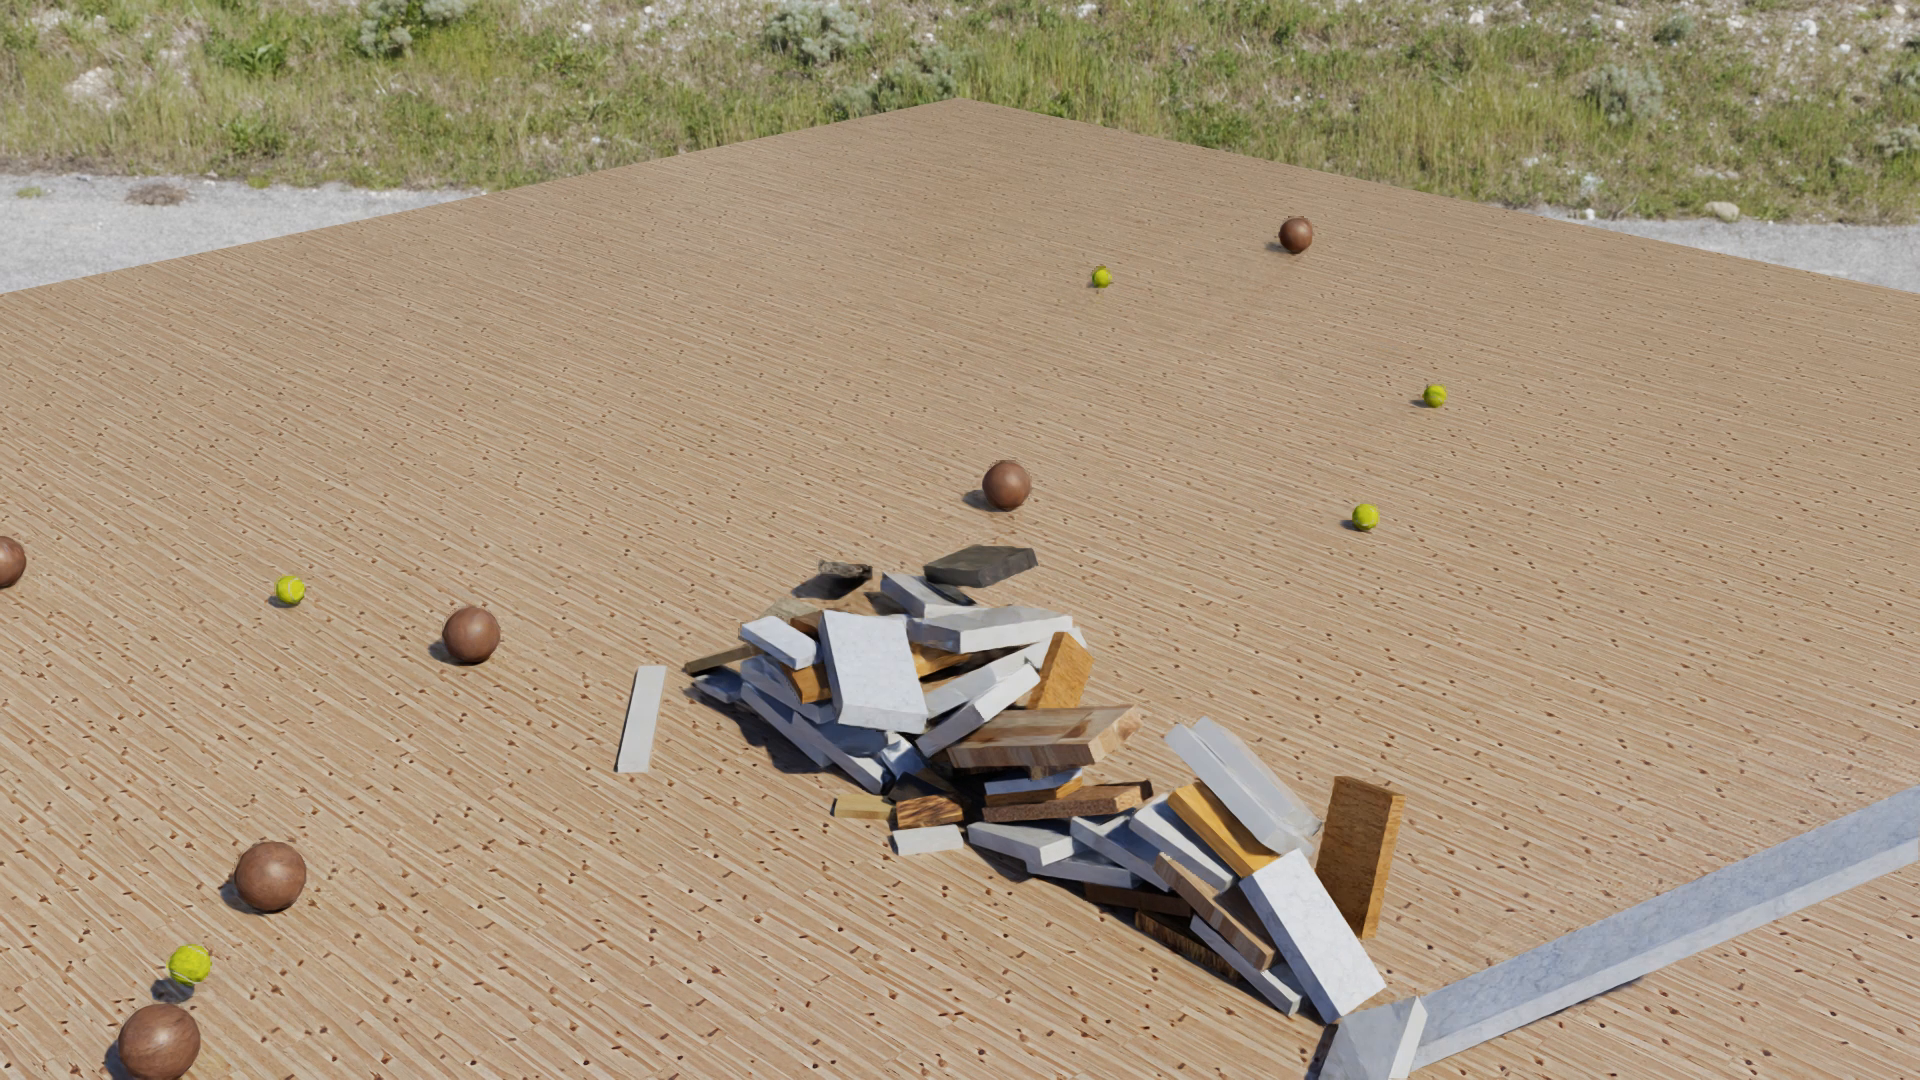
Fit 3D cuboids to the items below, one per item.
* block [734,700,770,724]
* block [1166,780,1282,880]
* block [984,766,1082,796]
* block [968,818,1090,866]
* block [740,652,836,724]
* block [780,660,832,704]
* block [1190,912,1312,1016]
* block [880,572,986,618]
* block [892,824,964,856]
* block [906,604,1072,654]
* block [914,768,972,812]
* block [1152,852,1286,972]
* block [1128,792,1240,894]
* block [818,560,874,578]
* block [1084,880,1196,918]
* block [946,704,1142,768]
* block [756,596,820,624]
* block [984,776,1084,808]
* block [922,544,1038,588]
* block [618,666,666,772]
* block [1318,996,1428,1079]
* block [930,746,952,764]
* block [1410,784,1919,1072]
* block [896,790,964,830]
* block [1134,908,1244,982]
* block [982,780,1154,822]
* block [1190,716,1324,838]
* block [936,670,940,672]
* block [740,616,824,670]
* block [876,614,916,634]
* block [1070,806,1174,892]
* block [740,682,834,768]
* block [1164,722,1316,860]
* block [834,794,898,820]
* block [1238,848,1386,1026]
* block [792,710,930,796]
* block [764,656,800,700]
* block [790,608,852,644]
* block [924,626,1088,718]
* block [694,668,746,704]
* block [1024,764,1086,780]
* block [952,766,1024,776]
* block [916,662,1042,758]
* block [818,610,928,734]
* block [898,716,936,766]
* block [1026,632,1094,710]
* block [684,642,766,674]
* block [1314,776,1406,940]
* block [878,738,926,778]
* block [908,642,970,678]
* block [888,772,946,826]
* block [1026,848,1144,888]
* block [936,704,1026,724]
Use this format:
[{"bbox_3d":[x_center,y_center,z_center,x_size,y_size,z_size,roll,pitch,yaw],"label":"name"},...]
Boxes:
[{"bbox_3d":[-0.418,0.372,4.855,0.154,0.022,0.077,20,31,39],"label":"block"},{"bbox_3d":[0.482,0.524,3.972,0.107,0.030,0.213,-10,46,-49],"label":"block"},{"bbox_3d":[0.143,0.466,4.292,0.178,0.025,0.089,-12,4,42],"label":"block"},{"bbox_3d":[0.137,0.575,4.272,0.126,0.036,0.253,-15,11,-31],"label":"block"},{"bbox_3d":[-0.331,0.306,4.720,0.140,0.040,0.281,-19,30,-37],"label":"block"},{"bbox_3d":[-0.312,0.286,4.621,0.088,0.025,0.175,-8,25,-17],"label":"block"},{"bbox_3d":[0.540,0.732,3.909,0.124,0.035,0.247,-18,44,-37],"label":"block"},{"bbox_3d":[-0.067,0.142,5.271,0.153,0.043,0.306,5,11,-23],"label":"block"},{"bbox_3d":[-0.064,0.592,4.343,0.130,0.018,0.065,-5,24,-12],"label":"block"},{"bbox_3d":[0.070,0.203,5.049,0.355,0.050,0.177,-6,11,-43],"label":"block"},{"bbox_3d":[-0.044,0.516,4.472,0.128,0.018,0.064,34,41,27],"label":"block"},{"bbox_3d":[0.495,0.644,3.945,0.141,0.040,0.283,-16,44,-38],"label":"block"},{"bbox_3d":[0.423,0.549,3.993,0.213,0.030,0.107,33,37,26],"label":"block"},{"bbox_3d":[-0.282,0.073,5.432,0.107,0.030,0.214,5,-1,5],"label":"block"},{"bbox_3d":[0.367,0.648,4.105,0.247,0.035,0.124,1,16,43],"label":"block"},{"bbox_3d":[0.159,0.379,4.243,0.383,0.043,0.152,-8,20,46],"label":"block"},{"bbox_3d":[-0.360,0.219,5.139,0.264,0.037,0.132,18,49,36],"label":"block"},{"bbox_3d":[0.145,0.491,4.306,0.178,0.025,0.089,-12,4,40],"label":"block"},{"bbox_3d":[0.045,0.061,5.237,0.153,0.043,0.306,-21,10,-23],"label":"block"},{"bbox_3d":[-0.694,0.388,4.824,0.063,0.018,0.470,-1,23,-2],"label":"block"},{"bbox_3d":[0.667,0.858,3.601,0.141,0.040,0.289,-24,11,29],"label":"block"},{"bbox_3d":[0.054,0.433,4.561,0.230,0.033,0.115,-7,-6,3],"label":"block"},{"bbox_3d":[1.147,0.639,3.597,0.941,0.037,0.132,-27,18,15],"label":"block"},{"bbox_3d":[-0.060,0.541,4.388,0.130,0.018,0.065,-12,41,4],"label":"block"},{"bbox_3d":[0.454,0.719,4.022,0.124,0.035,0.248,-20,30,-39],"label":"block"},{"bbox_3d":[0.205,0.507,4.250,0.356,0.030,0.107,-12,5,45],"label":"block"},{"bbox_3d":[0.549,0.436,4.065,0.265,0.037,0.132,46,9,38],"label":"block"},{"bbox_3d":[-0.059,0.242,5.151,0.109,0.031,0.218,8,24,19],"label":"block"},{"bbox_3d":[-0.374,0.218,4.682,0.178,0.025,0.089,29,31,36],"label":"block"},{"bbox_3d":[-0.208,0.213,5.177,0.218,0.031,0.109,-2,21,17],"label":"block"},{"bbox_3d":[0.341,0.570,4.118,0.126,0.036,0.253,-17,31,-39],"label":"block"},{"bbox_3d":[-0.330,0.375,4.740,0.140,0.040,0.281,-21,44,-39],"label":"block"},{"bbox_3d":[0.511,0.464,4.029,0.152,0.043,0.304,33,10,-48],"label":"block"},{"bbox_3d":[-0.184,0.541,4.461,0.133,0.018,0.065,2,23,5],"label":"block"},{"bbox_3d":[0.616,0.690,3.844,0.141,0.040,0.283,-19,71,-44],"label":"block"},{"bbox_3d":[-0.208,0.427,4.621,0.140,0.040,0.281,-21,44,-41],"label":"block"},{"bbox_3d":[-0.341,0.286,4.686,0.088,0.025,0.175,-13,27,-27],"label":"block"},{"bbox_3d":[-0.264,0.208,4.916,0.153,0.043,0.306,20,8,13],"label":"block"},{"bbox_3d":[0.101,0.283,4.751,0.177,0.050,0.518,-27,-5,24],"label":"block"},{"bbox_3d":[-0.525,0.327,4.930,0.077,0.022,0.154,-18,20,-30],"label":"block"},{"bbox_3d":[0.170,0.407,4.313,0.115,0.033,0.230,-16,13,-7],"label":"block"},{"bbox_3d":[0.064,0.458,4.492,0.115,0.033,0.239,-5,-6,-13],"label":"block"},{"bbox_3d":[0.034,0.340,4.356,0.152,0.043,0.304,-35,-2,-30],"label":"block"},{"bbox_3d":[-0.185,0.272,4.577,0.177,0.050,0.355,9,28,-16],"label":"block"},{"bbox_3d":[-0.177,0.352,4.756,0.037,0.132,0.387,-27,34,-29],"label":"block"},{"bbox_3d":[0.203,0.307,4.526,0.030,0.107,0.214,-7,50,42],"label":"block"},{"bbox_3d":[-0.495,0.253,4.940,0.088,0.025,0.320,-19,1,-41],"label":"block"},{"bbox_3d":[0.713,0.572,3.972,0.037,0.265,0.132,8,5,-42],"label":"block"},{"bbox_3d":[-0.105,0.473,4.526,0.064,0.018,0.128,-24,70,-41],"label":"block"},{"bbox_3d":[-0.093,0.268,5.003,0.218,0.031,0.109,-17,28,-39],"label":"block"},{"bbox_3d":[-0.075,0.521,4.436,0.128,0.018,0.064,24,66,23],"label":"block"},{"bbox_3d":[0.262,0.609,4.196,0.253,0.036,0.126,1,17,42],"label":"block"},{"bbox_3d":[0.036,0.395,4.783,0.264,0.037,0.132,7,24,16],"label":"block"}]
